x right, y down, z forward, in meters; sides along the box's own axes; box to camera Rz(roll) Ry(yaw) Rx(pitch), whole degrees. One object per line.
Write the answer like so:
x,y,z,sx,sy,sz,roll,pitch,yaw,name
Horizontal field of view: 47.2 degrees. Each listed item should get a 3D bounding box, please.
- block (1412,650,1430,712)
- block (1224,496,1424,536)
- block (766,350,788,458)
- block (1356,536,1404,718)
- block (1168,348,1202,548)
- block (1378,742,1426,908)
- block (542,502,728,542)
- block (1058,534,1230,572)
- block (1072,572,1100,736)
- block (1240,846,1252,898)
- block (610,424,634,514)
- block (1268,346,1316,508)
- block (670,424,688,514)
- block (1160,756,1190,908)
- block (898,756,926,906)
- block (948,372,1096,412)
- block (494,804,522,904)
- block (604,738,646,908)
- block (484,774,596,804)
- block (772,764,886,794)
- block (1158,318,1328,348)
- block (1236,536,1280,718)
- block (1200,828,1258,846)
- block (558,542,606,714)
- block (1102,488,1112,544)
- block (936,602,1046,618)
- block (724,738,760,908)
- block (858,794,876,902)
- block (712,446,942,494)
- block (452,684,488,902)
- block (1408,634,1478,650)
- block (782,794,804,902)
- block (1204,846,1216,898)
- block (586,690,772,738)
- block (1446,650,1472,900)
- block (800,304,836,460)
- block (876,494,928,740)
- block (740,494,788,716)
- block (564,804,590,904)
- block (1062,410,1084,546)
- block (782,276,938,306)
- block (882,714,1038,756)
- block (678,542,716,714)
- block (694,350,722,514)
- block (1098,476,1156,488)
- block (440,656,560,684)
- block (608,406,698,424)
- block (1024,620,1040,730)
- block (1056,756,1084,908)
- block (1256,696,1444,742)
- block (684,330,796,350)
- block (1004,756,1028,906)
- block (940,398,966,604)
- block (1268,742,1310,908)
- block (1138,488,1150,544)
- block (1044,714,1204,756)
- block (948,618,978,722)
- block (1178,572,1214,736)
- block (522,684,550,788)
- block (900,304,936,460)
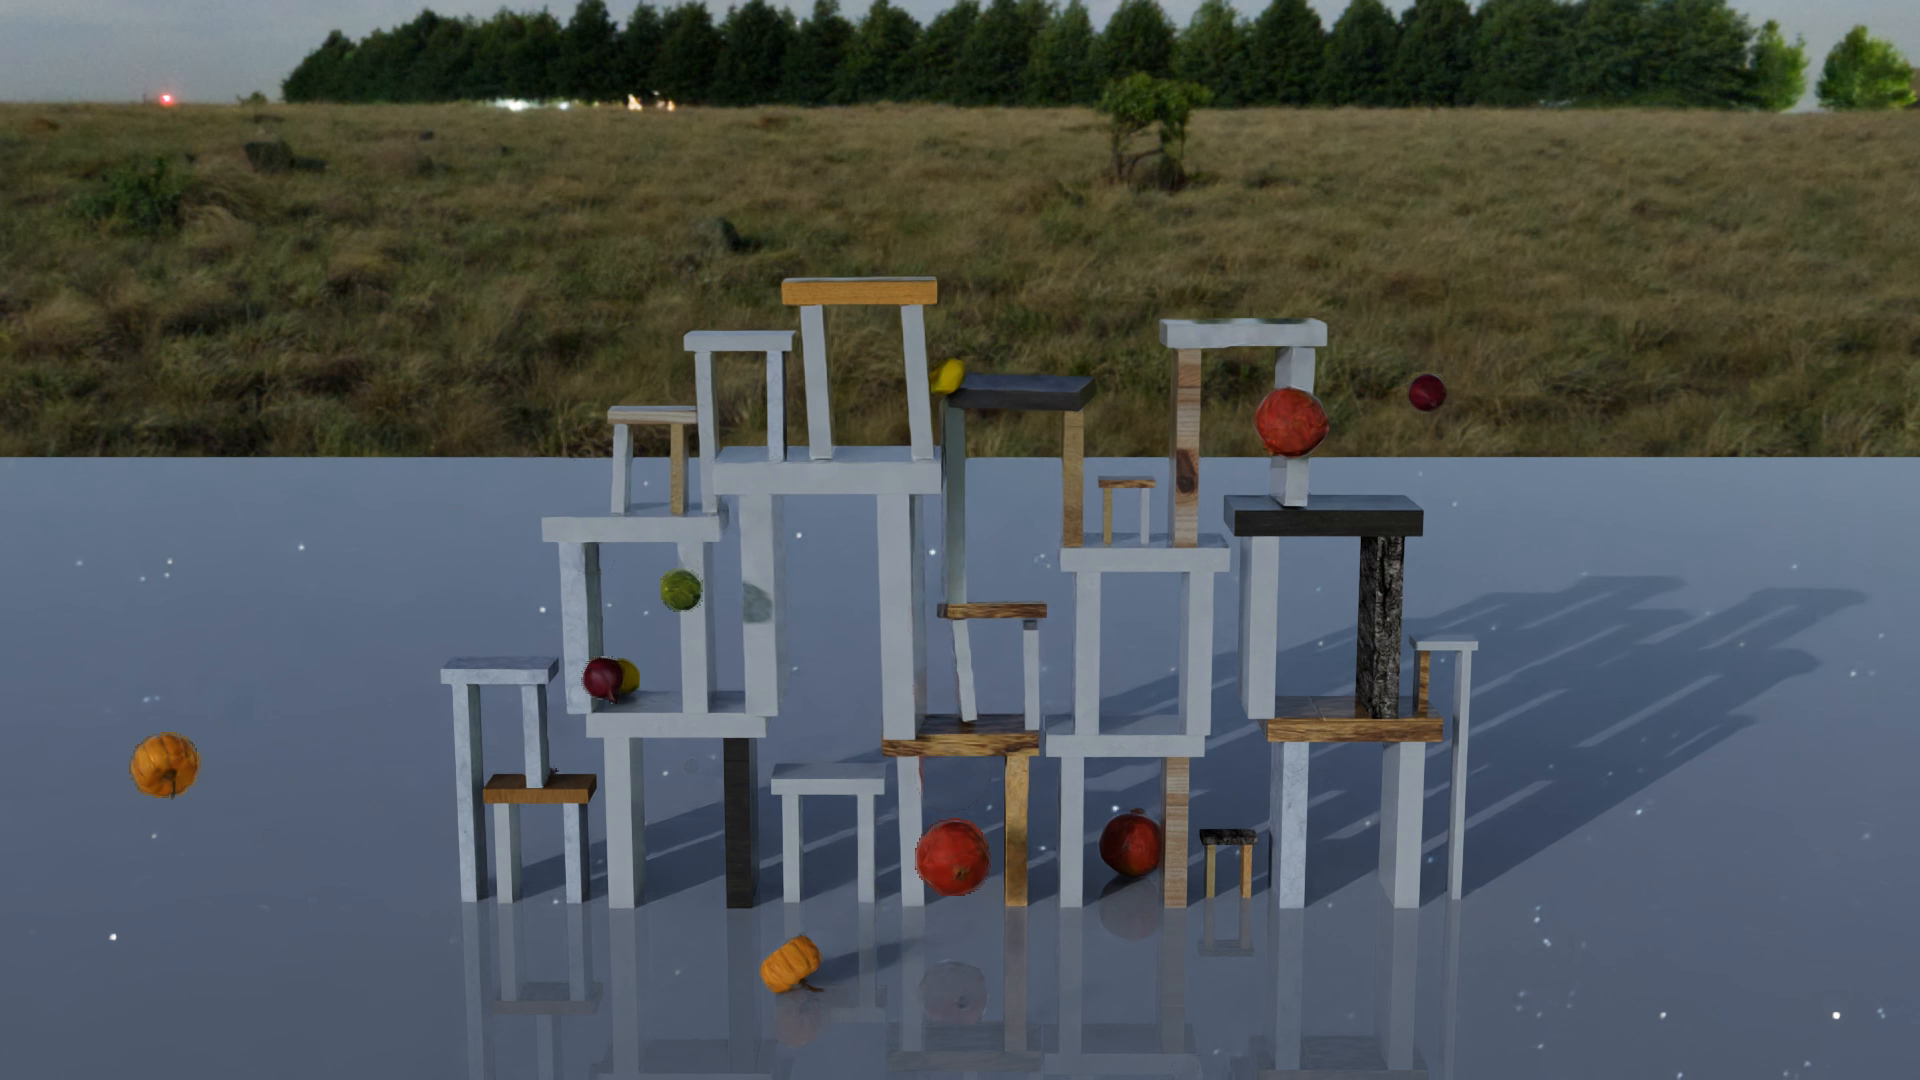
0.755,0.224,3.599,0.014,0.102,0.051,0,11,0,block
0.584,-0.040,3.551,0.298,0.042,0.149,0,10,0,block
-0.293,-0.222,3.518,0.024,0.170,0.085,0,11,0,block
0.683,0.128,3.581,0.042,0.298,0.149,0,10,0,block
0.360,-0.154,3.531,0.036,0.315,0.126,0,10,0,block
0.731,0.451,3.643,0.040,0.282,0.141,0,11,0,block
-0.521,-0.030,3.551,0.281,0.040,0.140,0,11,0,block
0.295,0.020,3.563,0.269,0.038,0.135,0,10,0,block
0.205,0.171,3.591,0.038,0.269,0.135,0,10,0,block
0.476,0.545,3.665,0.013,0.091,0.045,0,11,0,block
-0.543,-0.120,3.535,0.020,0.143,0.072,4,11,-1,block
0.532,-0.187,3.531,0.036,0.252,0.126,1,9,-4,block
-0.451,-0.120,3.535,0.020,0.143,0.072,1,11,0,block
0.354,0.465,3.643,0.036,0.256,0.128,0,10,1,block
-0.080,0.464,3.650,0.036,0.254,0.127,-2,11,0,block
0.101,-0.239,3.545,0.217,0.031,0.108,3,18,18,block
-0.750,0.506,3.650,0.024,0.171,0.086,0,11,0,block
-0.554,0.448,3.644,0.041,0.289,0.144,0,11,0,block
-0.693,0.410,3.632,0.171,0.024,0.085,0,11,0,block
-0.216,0.395,3.637,0.185,0.026,0.092,0,11,0,block
0.451,-0.332,3.525,0.252,0.036,0.126,-1,10,-1,block
0.484,0.127,3.582,0.042,0.298,0.149,0,10,0,block
0.446,0.494,3.655,0.091,0.013,0.045,0,11,0,block
-0.614,0.129,3.579,0.040,0.281,0.140,-1,11,0,block
0.237,-0.043,3.551,0.013,0.090,0.045,0,10,0,block
0.051,0.116,3.635,0.166,0.023,0.083,0,-1,-13,block
-0.361,0.448,3.644,0.041,0.289,0.144,0,11,0,block
-0.155,0.498,3.657,0.026,0.185,0.092,0,11,0,block
-0.208,-0.113,3.539,0.359,0.051,0.180,0,11,0,block
-0.810,0.407,3.640,0.025,0.370,0.087,0,11,0,block
0.789,0.167,3.588,0.102,0.014,0.051,0,11,0,block
-0.278,0.498,3.657,0.026,0.185,0.092,0,11,0,block
0.416,0.545,3.665,0.013,0.091,0.045,0,11,0,block
-0.458,0.285,3.614,0.289,0.041,0.144,0,11,0,block
0.822,0.382,3.628,0.014,0.423,0.051,0,11,0,block
-0.226,-0.258,3.513,0.034,0.242,0.121,-3,11,0,block
-0.092,0.108,3.581,0.051,0.399,0.180,0,10,6,block
-0.317,0.089,3.574,0.051,0.359,0.180,0,11,1,block
-0.636,0.506,3.650,0.024,0.171,0.086,0,11,0,block
0.181,-0.106,3.543,0.031,0.217,0.108,0,10,0,block
-0.159,-0.396,3.493,0.242,0.034,0.121,-1,11,-2,block
0.000,0.321,3.622,0.254,0.036,0.127,-1,11,0,block
-0.427,0.128,3.580,0.040,0.281,0.140,0,11,0,block
-0.403,-0.178,3.528,0.024,0.259,0.085,-2,11,0,block
0.267,-0.094,3.541,0.090,0.013,0.045,0,10,-1,block
-0.753,0.213,3.603,0.175,0.025,0.087,0,11,1,block
-0.489,-0.201,3.522,0.143,0.020,0.072,0,11,-4,block
0.117,0.220,3.603,0.023,0.166,0.083,-1,10,1,block
0.182,0.465,3.643,0.036,0.256,0.128,0,10,0,block
0.637,0.293,3.614,0.282,0.040,0.141,0,11,0,block
-0.349,-0.317,3.502,0.170,0.024,0.085,0,11,1,block
0.093,0.465,3.649,0.036,0.254,0.127,0,11,0,block
-0.012,-0.063,3.643,0.031,0.337,0.108,-1,-1,-6,block
0.543,0.451,3.643,0.040,0.282,0.141,0,11,0,block
0.297,-0.043,3.551,0.013,0.090,0.045,0,10,0,block
0.268,0.321,3.617,0.256,0.036,0.128,0,10,0,block
0.004,0.212,3.617,0.023,0.166,0.083,-6,0,-5,block
0.385,0.171,3.591,0.038,0.269,0.135,0,10,0,block
-0.697,0.312,3.616,0.025,0.175,0.087,-1,11,-2,block
-0.067,-0.259,3.512,0.034,0.242,0.121,-4,10,1,block
